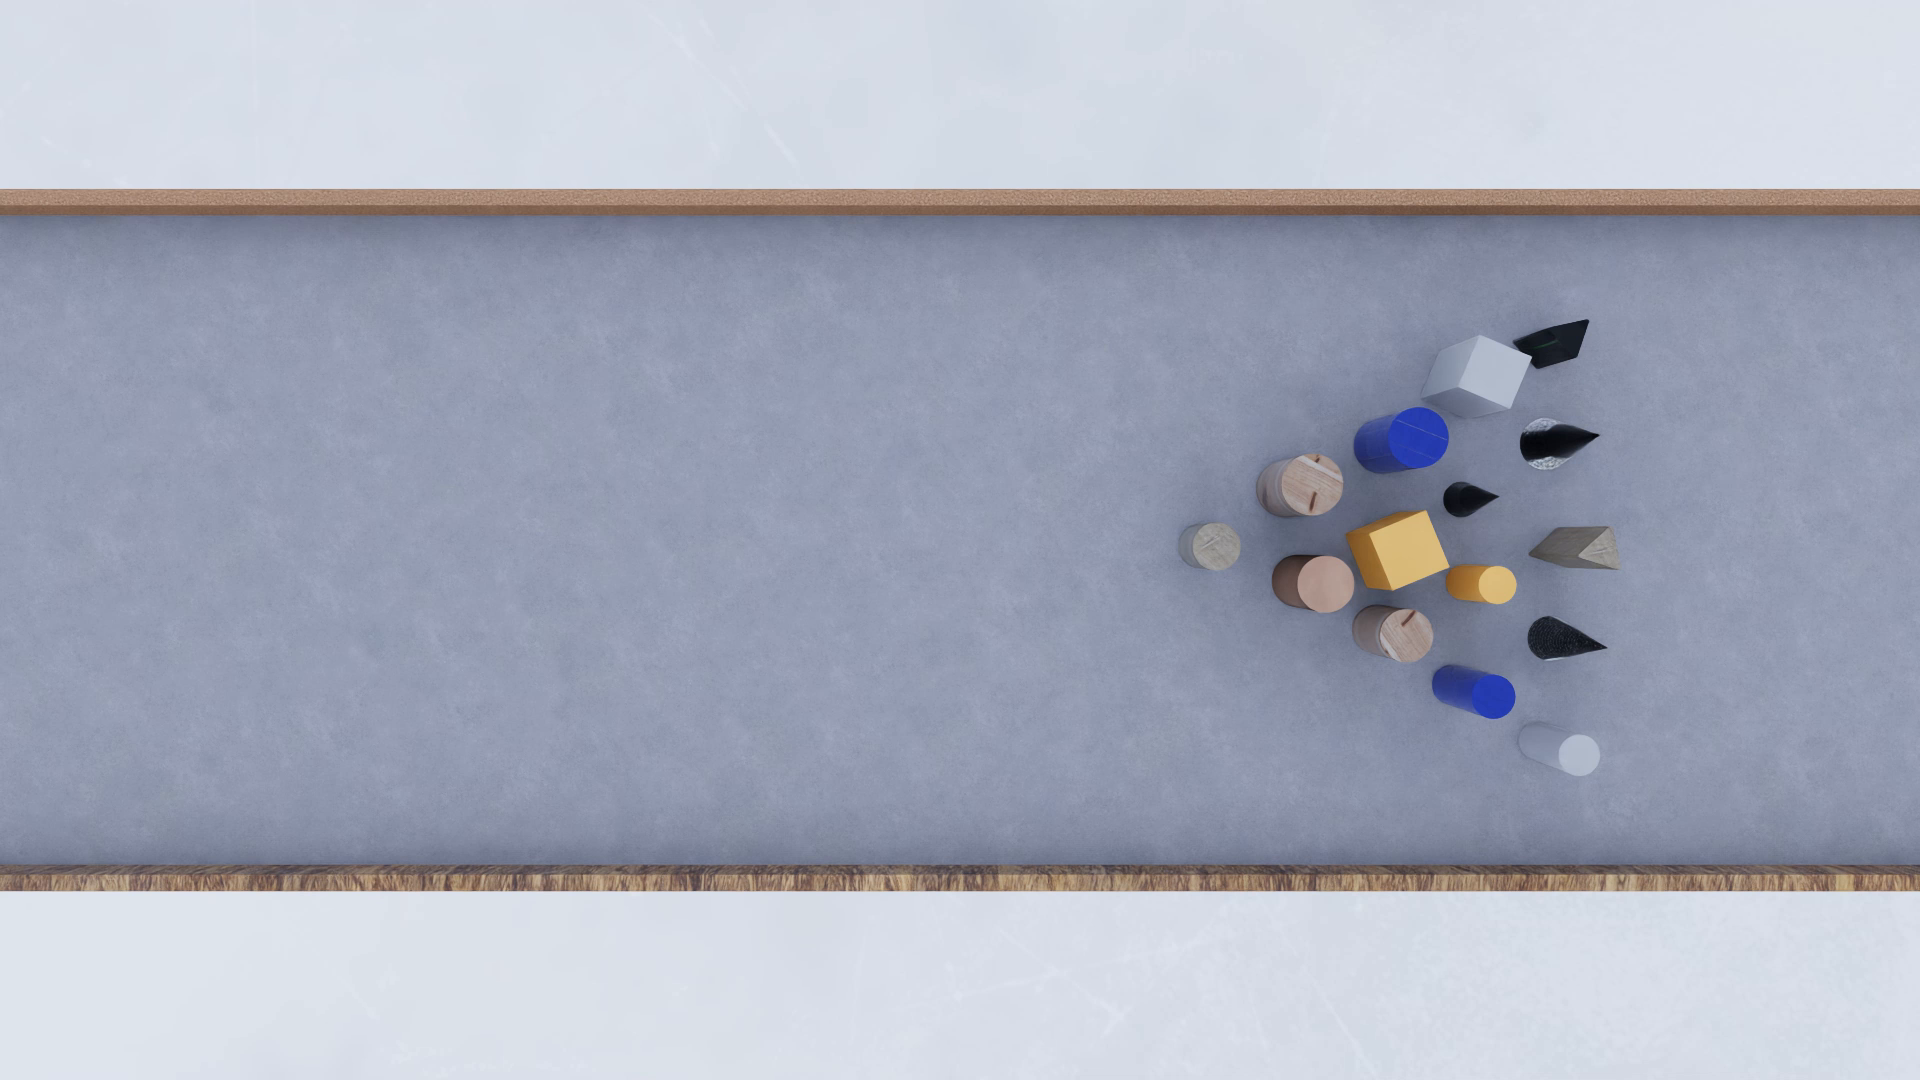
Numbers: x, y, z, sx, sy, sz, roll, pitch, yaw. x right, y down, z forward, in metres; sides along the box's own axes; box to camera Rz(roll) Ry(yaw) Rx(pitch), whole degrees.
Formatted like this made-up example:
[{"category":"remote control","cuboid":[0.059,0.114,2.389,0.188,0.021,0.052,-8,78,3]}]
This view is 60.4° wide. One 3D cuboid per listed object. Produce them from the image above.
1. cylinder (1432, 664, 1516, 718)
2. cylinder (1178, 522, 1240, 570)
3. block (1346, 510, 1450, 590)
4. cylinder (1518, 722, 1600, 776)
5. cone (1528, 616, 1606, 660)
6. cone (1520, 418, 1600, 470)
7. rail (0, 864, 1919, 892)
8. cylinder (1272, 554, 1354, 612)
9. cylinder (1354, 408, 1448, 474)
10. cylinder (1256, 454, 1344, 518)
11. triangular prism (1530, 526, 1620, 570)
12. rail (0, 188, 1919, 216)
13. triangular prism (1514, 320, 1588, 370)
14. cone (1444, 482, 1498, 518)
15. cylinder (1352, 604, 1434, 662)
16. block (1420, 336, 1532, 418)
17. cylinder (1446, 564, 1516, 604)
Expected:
[{"category":"cylinder","cuboid":[1.515,0.446,4.881,0.126,0.392,0.126,0,90,0]},{"category":"cylinder","cuboid":[0.740,0.019,4.917,0.139,0.320,0.139,0,90,0]},{"category":"block","cuboid":[1.301,0.030,4.925,0.178,0.303,0.178,-23,90,0]},{"category":"cylinder","cuboid":[1.780,0.618,4.908,0.119,0.337,0.119,0,90,0]},{"category":"cone","cuboid":[1.816,0.303,4.848,0.138,0.456,0.138,0,90,0]},{"category":"cone","cuboid":[1.803,-0.296,4.861,0.161,0.431,0.161,0,90,0]},{"category":"rail","cuboid":[-2.247,1.025,5.001,12.000,0.150,0.050,0,90,0]},{"category":"cylinder","cuboid":[1.040,0.126,4.882,0.163,0.388,0.163,0,90,0]},{"category":"cylinder","cuboid":[1.298,-0.290,4.872,0.172,0.409,0.172,0,90,0]},{"category":"cylinder","cuboid":[0.999,-0.157,4.876,0.176,0.402,0.176,0,90,0]},{"category":"triangular prism","cuboid":[1.826,0.013,4.871,0.125,0.411,0.108,18,90,0]},{"category":"rail","cuboid":[-2.247,-1.025,5.002,12.000,0.150,0.050,0,90,0]},{"category":"triangular prism","cuboid":[1.778,-0.602,4.919,0.101,0.315,0.116,-42,90,0]},{"category":"cone","cuboid":[1.542,-0.125,4.895,0.111,0.363,0.111,0,90,0]},{"category":"cylinder","cuboid":[1.283,0.275,4.906,0.153,0.340,0.153,0,90,0]},{"category":"block","cuboid":[1.519,-0.477,4.879,0.161,0.395,0.161,23,90,0]},{"category":"cylinder","cuboid":[1.550,0.130,4.915,0.109,0.322,0.109,0,90,0]}]
